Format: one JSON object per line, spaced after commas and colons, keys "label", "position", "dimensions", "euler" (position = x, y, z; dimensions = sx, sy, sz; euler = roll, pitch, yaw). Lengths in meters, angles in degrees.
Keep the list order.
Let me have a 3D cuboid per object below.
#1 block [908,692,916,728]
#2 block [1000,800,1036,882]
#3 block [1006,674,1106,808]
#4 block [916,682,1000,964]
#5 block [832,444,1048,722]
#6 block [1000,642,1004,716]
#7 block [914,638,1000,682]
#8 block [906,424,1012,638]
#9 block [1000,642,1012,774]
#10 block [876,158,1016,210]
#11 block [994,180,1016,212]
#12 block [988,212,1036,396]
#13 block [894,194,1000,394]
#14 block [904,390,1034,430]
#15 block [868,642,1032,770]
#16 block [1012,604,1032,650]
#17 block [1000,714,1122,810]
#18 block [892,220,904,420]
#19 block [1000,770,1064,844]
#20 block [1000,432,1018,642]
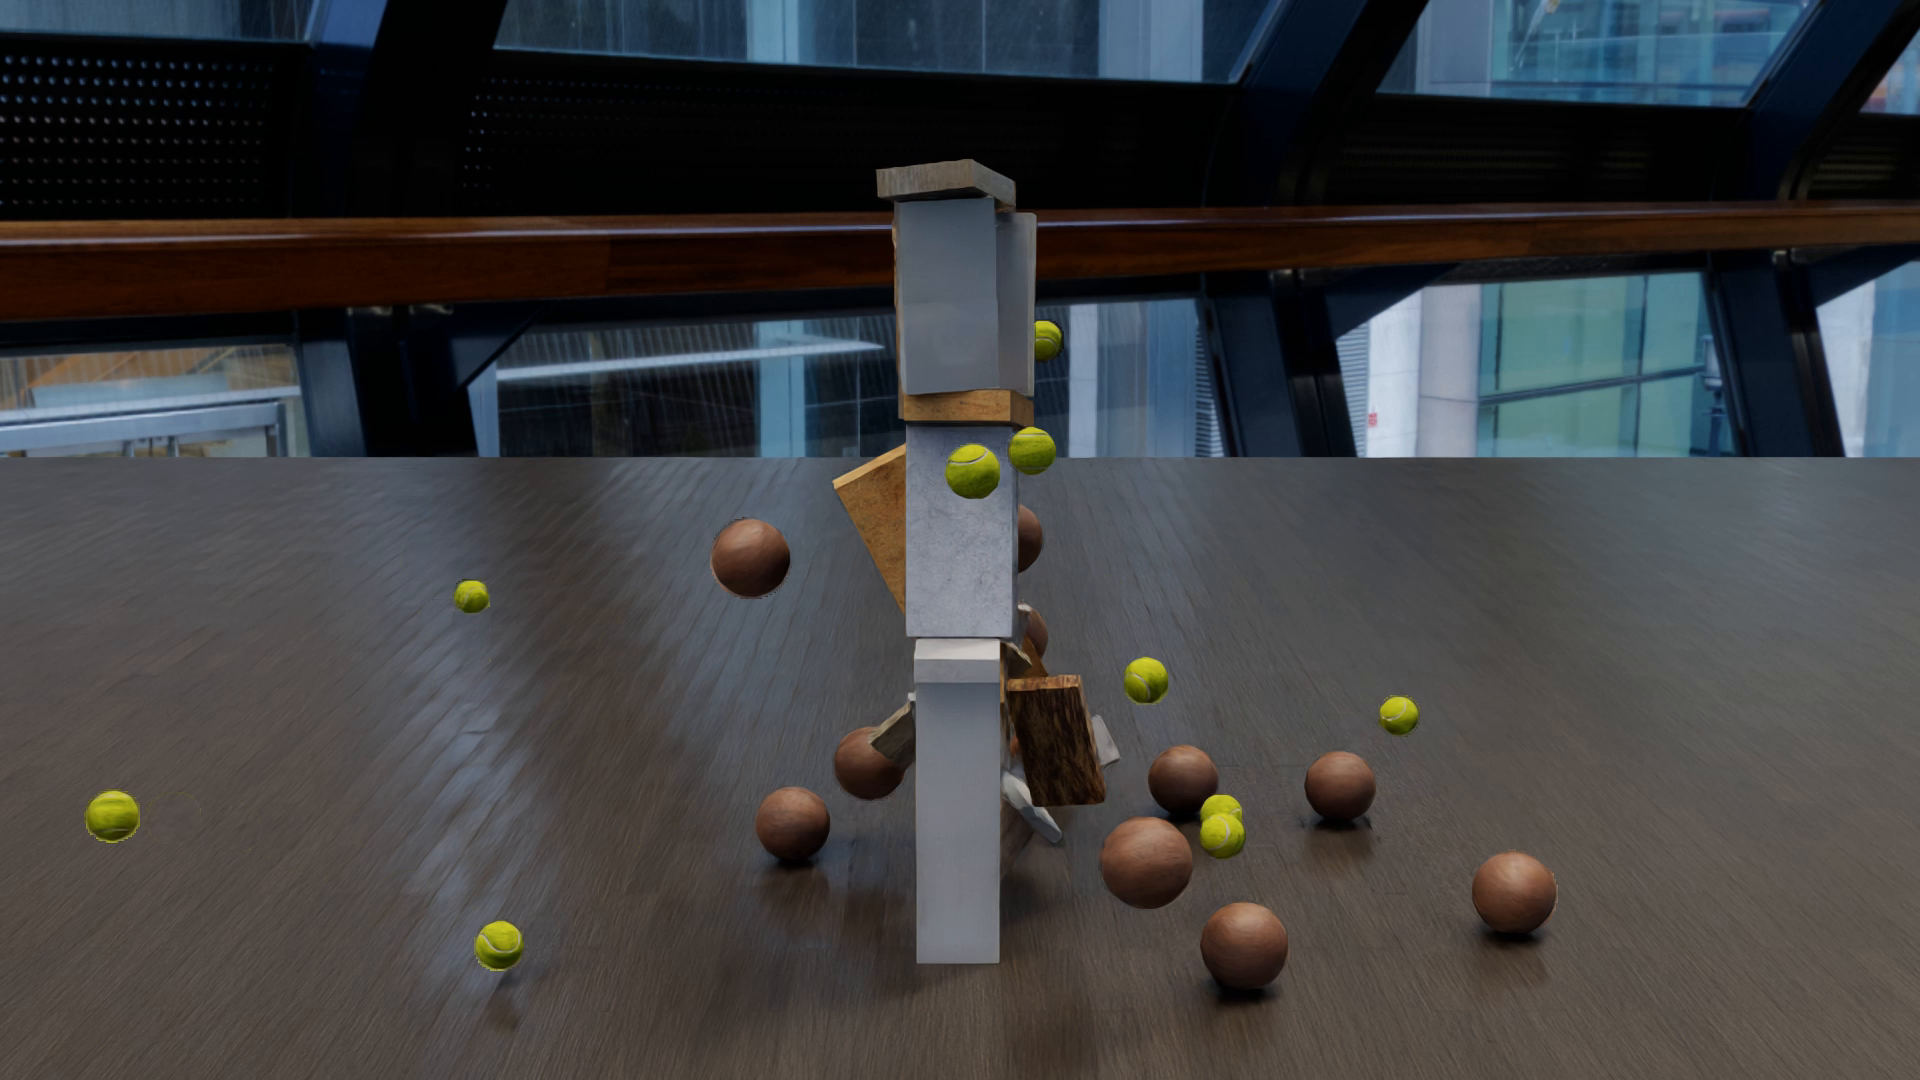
{"label": "block", "position": [-0.030, 0.330, 3.768], "dimensions": [0.088, 0.176, 0.025], "euler": [-12, 33, -2]}
{"label": "block", "position": [0.061, 0.513, 3.658], "dimensions": [0.072, 0.143, 0.020], "euler": [40, -16, -13]}
{"label": "block", "position": [0.158, 0.330, 3.597], "dimensions": [0.120, 0.239, 0.034], "euler": [-5, 32, 14]}
{"label": "block", "position": [-0.003, 0.423, 3.327], "dimensions": [0.126, 0.452, 0.036], "euler": [0, 13, 0]}
{"label": "block", "position": [-0.020, 0.087, 3.770], "dimensions": [0.171, 0.526, 0.048], "euler": [-27, 20, 1]}
{"label": "block", "position": [0.013, 0.177, 3.573], "dimensions": [0.120, 0.034, 0.239], "euler": [2, 50, 0]}
{"label": "block", "position": [-0.003, 0.169, 3.353], "dimensions": [0.126, 0.036, 0.252], "euler": [0, 11, 1]}
{"label": "block", "position": [-0.001, -0.015, 3.353], "dimensions": [0.161, 0.322, 0.046], "euler": [0, 7, 1]}
{"label": "block", "position": [0.020, 0.270, 3.703], "dimensions": [0.120, 0.294, 0.034], "euler": [-6, 25, -8]}
{"label": "block", "position": [-0.018, -0.526, 3.293], "dimensions": [0.141, 0.040, 0.283], "euler": [-4, 2, 14]}
{"label": "block", "position": [0.006, -0.400, 3.523], "dimensions": [0.171, 0.342, 0.048], "euler": [3, 13, 25]}
{"label": "block", "position": [0.044, -0.366, 3.433], "dimensions": [0.141, 0.283, 0.040], "euler": [1, 3, 17]}
{"label": "block", "position": [-0.019, -0.362, 3.245], "dimensions": [0.141, 0.283, 0.040], "euler": [-5, 15, -11]}
{"label": "block", "position": [0.018, -0.200, 3.431], "dimensions": [0.161, 0.046, 0.322], "euler": [0, 0, 8]}
{"label": "block", "position": [-0.018, 0.276, 3.768], "dimensions": [0.087, 0.300, 0.025], "euler": [41, 17, -27]}
{"label": "block", "position": [0.058, 0.190, 3.776], "dimensions": [0.087, 0.174, 0.025], "euler": [10, 17, -12]}
{"label": "block", "position": [0.126, 0.425, 3.942], "dimensions": [0.322, 0.088, 0.025], "euler": [-27, -21, 4]}
{"label": "block", "position": [-0.021, -0.367, 3.686], "dimensions": [0.171, 0.342, 0.048], "euler": [7, 20, 24]}
{"label": "block", "position": [0.118, 0.449, 3.701], "dimensions": [0.072, 0.020, 0.143], "euler": [38, 8, -32]}
{"label": "block", "position": [0.011, -0.004, 3.536], "dimensions": [0.161, 0.337, 0.046], "euler": [0, 0, 0]}
